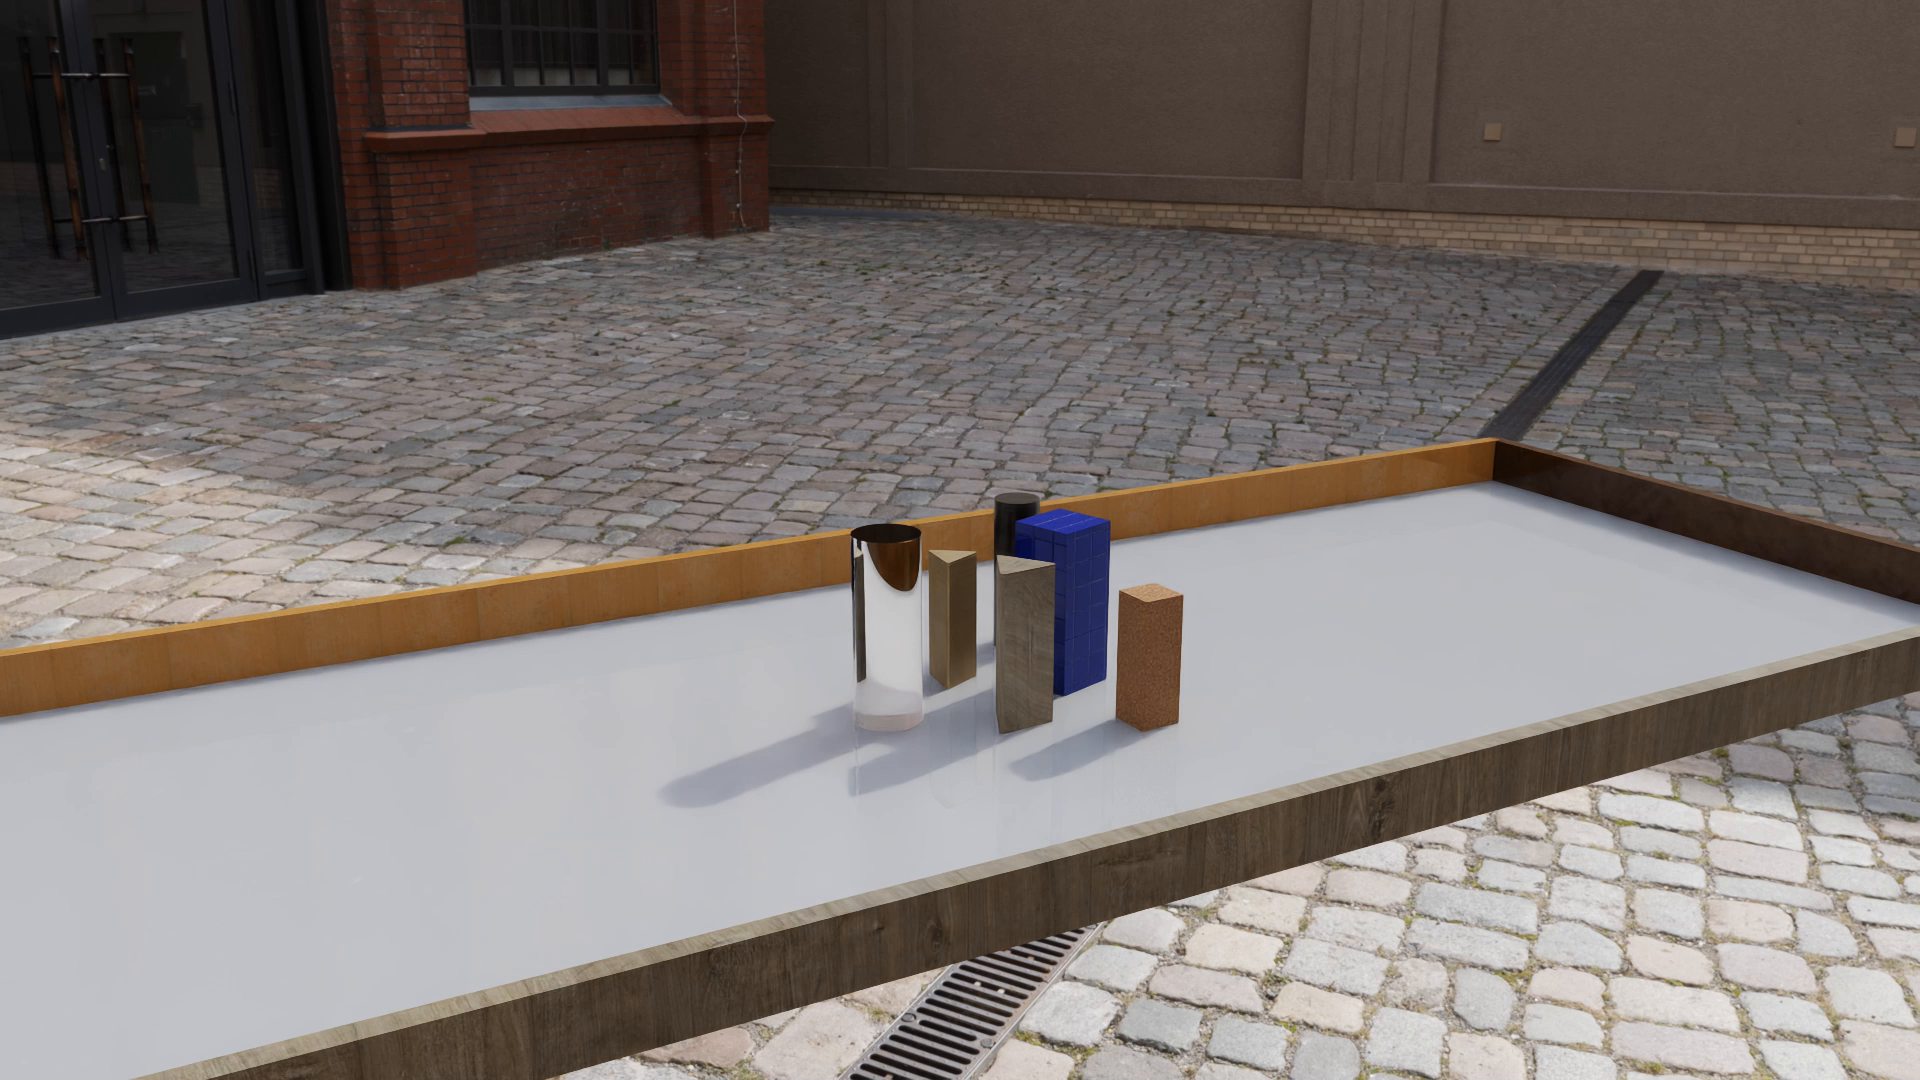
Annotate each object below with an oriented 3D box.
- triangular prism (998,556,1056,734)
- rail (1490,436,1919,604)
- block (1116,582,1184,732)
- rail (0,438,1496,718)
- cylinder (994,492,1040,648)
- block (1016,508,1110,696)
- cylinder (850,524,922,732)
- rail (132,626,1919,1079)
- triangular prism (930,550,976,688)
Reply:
[{"bbox_3d":[0.123,0.237,3.860,0.148,0.389,0.128,-10,19,-31],"label":"triangular prism"},{"bbox_3d":[2.466,-0.048,5.253,0.050,0.150,2.100,-9,18,-27],"label":"rail"},{"bbox_3d":[0.442,0.274,3.861,0.106,0.318,0.106,-10,19,-30],"label":"block"},{"bbox_3d":[-3.305,0.497,3.399,12.000,0.150,0.050,-9,18,-27],"label":"rail"},{"bbox_3d":[0.149,0.083,4.359,0.119,0.401,0.119,0,16,0],"label":"cylinder"},{"bbox_3d":[0.253,0.152,4.100,0.165,0.415,0.165,15,22,42],"label":"block"},{"bbox_3d":[-0.170,0.204,3.849,0.164,0.458,0.164,0,16,0],"label":"cylinder"},{"bbox_3d":[-2.336,1.006,1.665,12.000,0.150,0.050,-9,18,-27],"label":"rail"},{"bbox_3d":[-0.035,0.191,4.124,0.102,0.328,0.118,12,20,35],"label":"triangular prism"}]
